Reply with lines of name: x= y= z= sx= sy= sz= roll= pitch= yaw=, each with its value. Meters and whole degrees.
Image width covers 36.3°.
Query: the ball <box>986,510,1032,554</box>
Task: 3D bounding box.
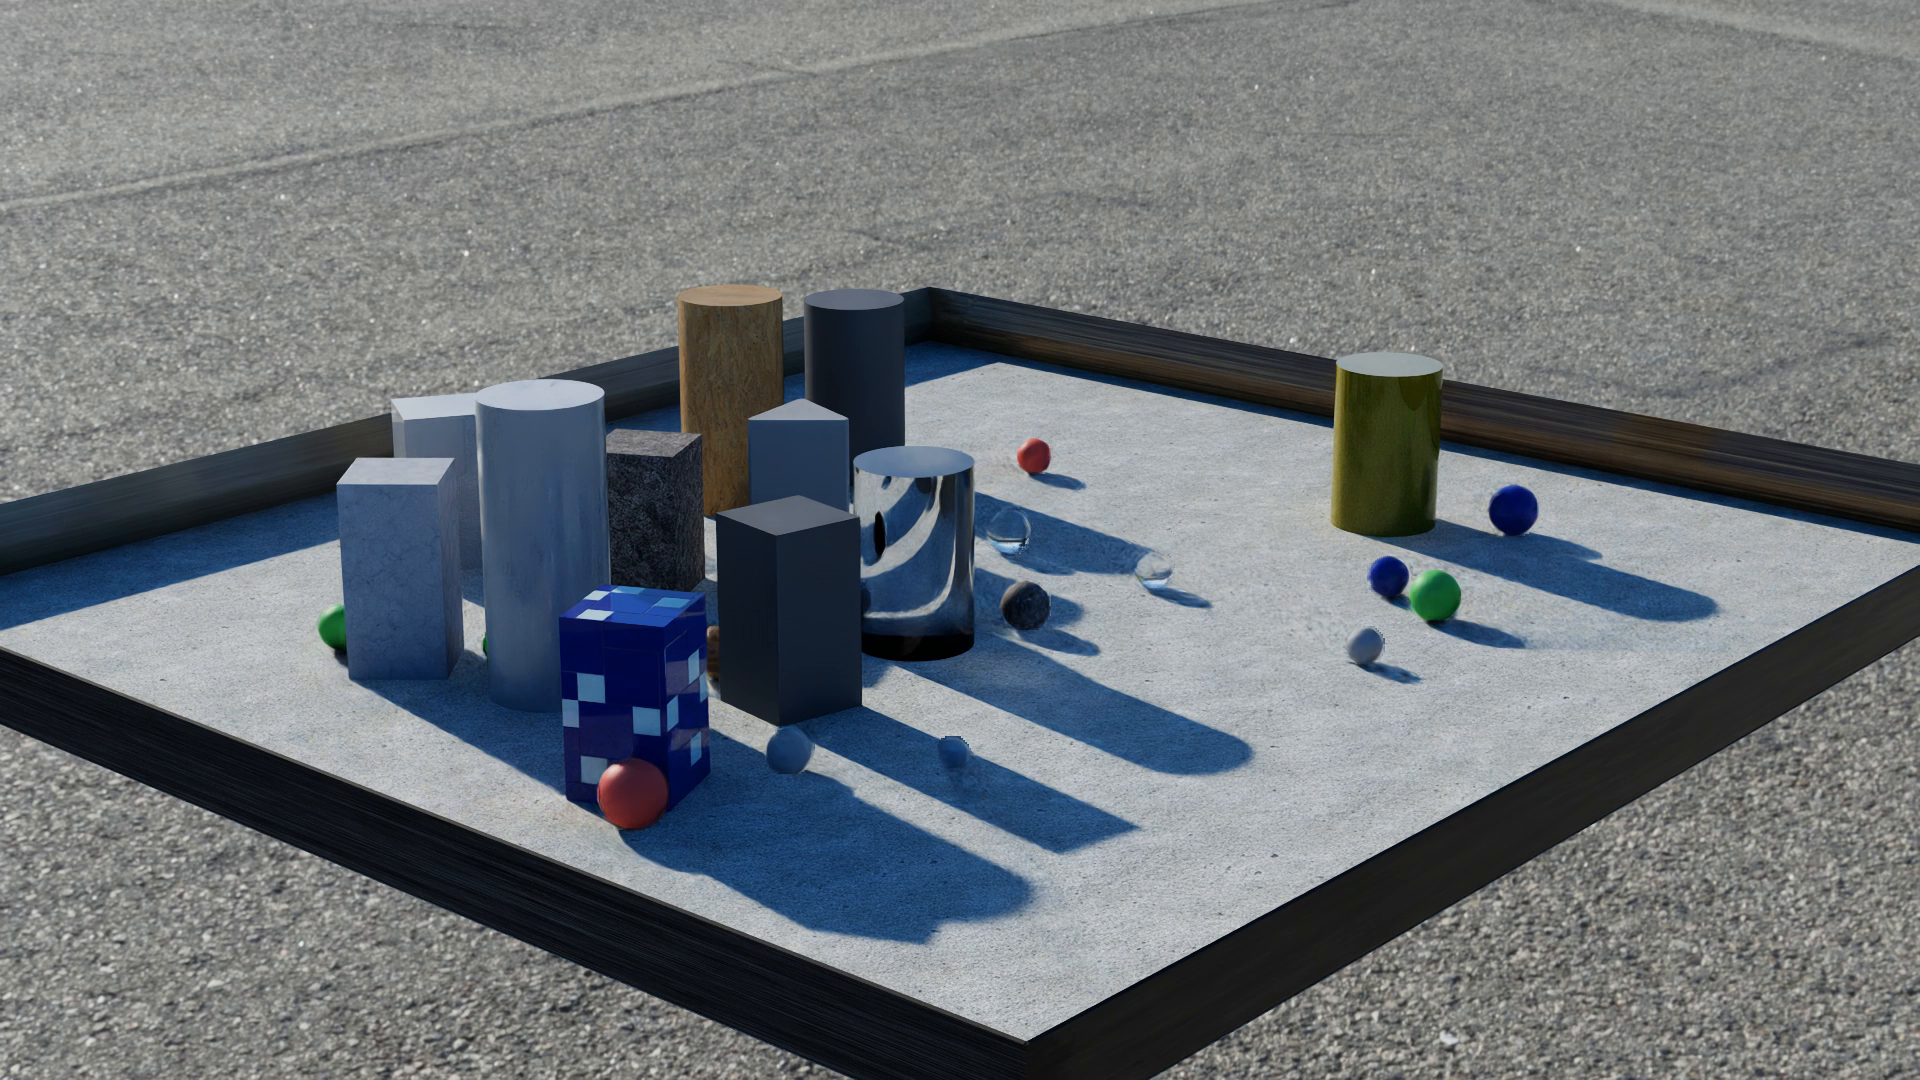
ball: x=0.090 y=-0.015 z=5.365 sx=0.082 sy=0.082 sz=0.082 roll=0 pitch=17 yaw=0

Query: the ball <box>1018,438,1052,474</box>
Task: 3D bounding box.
ball: x=0.150 y=-0.168 z=5.893 sx=0.070 sy=0.070 sz=0.070 roll=0 pitch=17 yaw=0

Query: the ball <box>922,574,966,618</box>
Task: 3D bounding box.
ball: x=-0.027 y=0.095 z=5.011 sx=0.074 sy=0.074 sz=0.074 roll=0 pitch=17 yaw=0

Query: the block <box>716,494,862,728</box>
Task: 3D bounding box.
block: x=-0.265 y=0.109 z=4.561 sx=0.159 sy=0.308 sz=0.159 roll=-13 pitch=21 yaw=-37

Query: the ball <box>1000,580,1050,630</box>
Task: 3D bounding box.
ball: x=0.110 y=0.110 z=4.946 sx=0.083 sy=0.083 sz=0.083 roll=0 pitch=17 yaw=0

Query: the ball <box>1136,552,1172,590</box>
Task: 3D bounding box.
ball: x=0.342 y=0.055 z=5.160 sx=0.065 sy=0.065 sz=0.065 roll=0 pitch=17 yaw=0

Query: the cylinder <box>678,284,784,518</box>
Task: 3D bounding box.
cylinder: x=-0.437 y=-0.268 z=5.631 sx=0.199 sy=0.412 sz=0.199 roll=0 pitch=17 yaw=0

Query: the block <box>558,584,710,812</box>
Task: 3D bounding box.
block: x=-0.467 y=0.226 z=4.226 sx=0.159 sy=0.277 sz=0.159 roll=5 pitch=17 yaw=16

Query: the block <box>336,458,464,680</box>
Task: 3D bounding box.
block: x=-0.902 y=0.045 z=4.739 sx=0.159 sy=0.326 sz=0.159 roll=0 pitch=17 yaw=0

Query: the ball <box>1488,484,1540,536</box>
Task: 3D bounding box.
ball: x=1.034 y=-0.056 z=5.478 sx=0.095 sy=0.095 sz=0.095 roll=0 pitch=17 yaw=0

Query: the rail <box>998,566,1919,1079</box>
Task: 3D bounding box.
rail: x=1.014 y=0.286 z=4.277 sx=0.045 sy=0.129 sz=2.925 roll=14 pitch=22 yaw=39

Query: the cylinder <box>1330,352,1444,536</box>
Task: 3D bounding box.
cylinder: x=0.803 y=-0.181 z=5.525 sx=0.199 sy=0.307 sz=0.199 roll=0 pitch=17 yaw=0

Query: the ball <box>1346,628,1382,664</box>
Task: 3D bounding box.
ball: x=0.659 y=0.172 z=4.780 sx=0.060 sy=0.060 sz=0.060 roll=0 pitch=17 yaw=0

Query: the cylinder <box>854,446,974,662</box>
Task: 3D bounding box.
cylinder: x=-0.076 y=0.021 z=4.845 sx=0.199 sy=0.312 sz=0.199 roll=0 pitch=17 yaw=0

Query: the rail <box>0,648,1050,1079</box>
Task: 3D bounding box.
rail: x=-0.943 y=0.346 z=4.079 sx=2.732 sy=0.129 sz=0.045 roll=14 pitch=22 yaw=39

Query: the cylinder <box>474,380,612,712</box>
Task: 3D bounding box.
cylinder: x=-0.648 y=0.008 z=4.588 sx=0.199 sy=0.485 sz=0.199 roll=0 pitch=17 yaw=0

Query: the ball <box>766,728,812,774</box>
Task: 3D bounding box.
ball: x=-0.251 y=0.310 z=4.310 sx=0.067 sy=0.067 sz=0.067 roll=0 pitch=17 yaw=0

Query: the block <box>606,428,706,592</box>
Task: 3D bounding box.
block: x=-0.550 y=-0.043 z=5.139 sx=0.159 sy=0.265 sz=0.159 roll=4 pitch=17 yaw=13

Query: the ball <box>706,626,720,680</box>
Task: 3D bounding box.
ball: x=-0.387 y=0.180 z=4.705 sx=0.087 sy=0.087 sz=0.087 roll=0 pitch=17 yaw=0

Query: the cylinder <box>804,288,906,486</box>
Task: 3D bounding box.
cylinder: x=-0.210 y=-0.306 z=5.852 sx=0.199 sy=0.356 sz=0.199 roll=0 pitch=17 yaw=0

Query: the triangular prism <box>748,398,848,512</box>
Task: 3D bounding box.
triangular prism: x=-0.282 y=-0.084 z=5.203 sx=0.172 sy=0.306 sz=0.149 roll=0 pitch=17 yaw=0

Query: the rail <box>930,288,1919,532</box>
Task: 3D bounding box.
rail: x=0.943 y=-0.281 z=6.160 sx=2.732 sy=0.129 sz=0.045 roll=14 pitch=22 yaw=39

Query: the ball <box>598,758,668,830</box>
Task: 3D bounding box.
ball: x=-0.458 y=0.355 z=4.104 sx=0.099 sy=0.099 sz=0.099 roll=0 pitch=17 yaw=0

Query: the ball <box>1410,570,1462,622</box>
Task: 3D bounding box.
ball: x=0.809 y=0.094 z=4.990 sx=0.087 sy=0.087 sz=0.087 roll=0 pitch=17 yaw=0

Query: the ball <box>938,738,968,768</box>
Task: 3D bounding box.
ball: x=-0.011 y=0.314 z=4.336 sx=0.043 sy=0.043 sz=0.043 roll=0 pitch=17 yaw=0

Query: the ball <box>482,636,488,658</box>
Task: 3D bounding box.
ball: x=-0.749 y=0.172 z=4.781 sx=0.060 sy=0.060 sz=0.060 roll=0 pitch=17 yaw=0

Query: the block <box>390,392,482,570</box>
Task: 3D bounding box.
block: x=-0.930 y=-0.104 z=5.304 sx=0.159 sy=0.286 sz=0.159 roll=-6 pitch=18 yaw=-18

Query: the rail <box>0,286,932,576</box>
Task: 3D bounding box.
rail: x=-1.014 y=-0.221 z=5.962 sx=0.045 sy=0.129 sz=2.925 roll=14 pitch=22 yaw=39

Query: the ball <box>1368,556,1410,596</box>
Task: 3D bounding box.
ball: x=0.749 y=0.064 z=5.120 sx=0.071 sy=0.071 sz=0.071 roll=0 pitch=17 yaw=0

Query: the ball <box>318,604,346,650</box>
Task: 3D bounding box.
ball: x=-1.021 y=0.144 z=4.845 sx=0.075 sy=0.075 sz=0.075 roll=0 pitch=17 yaw=0
